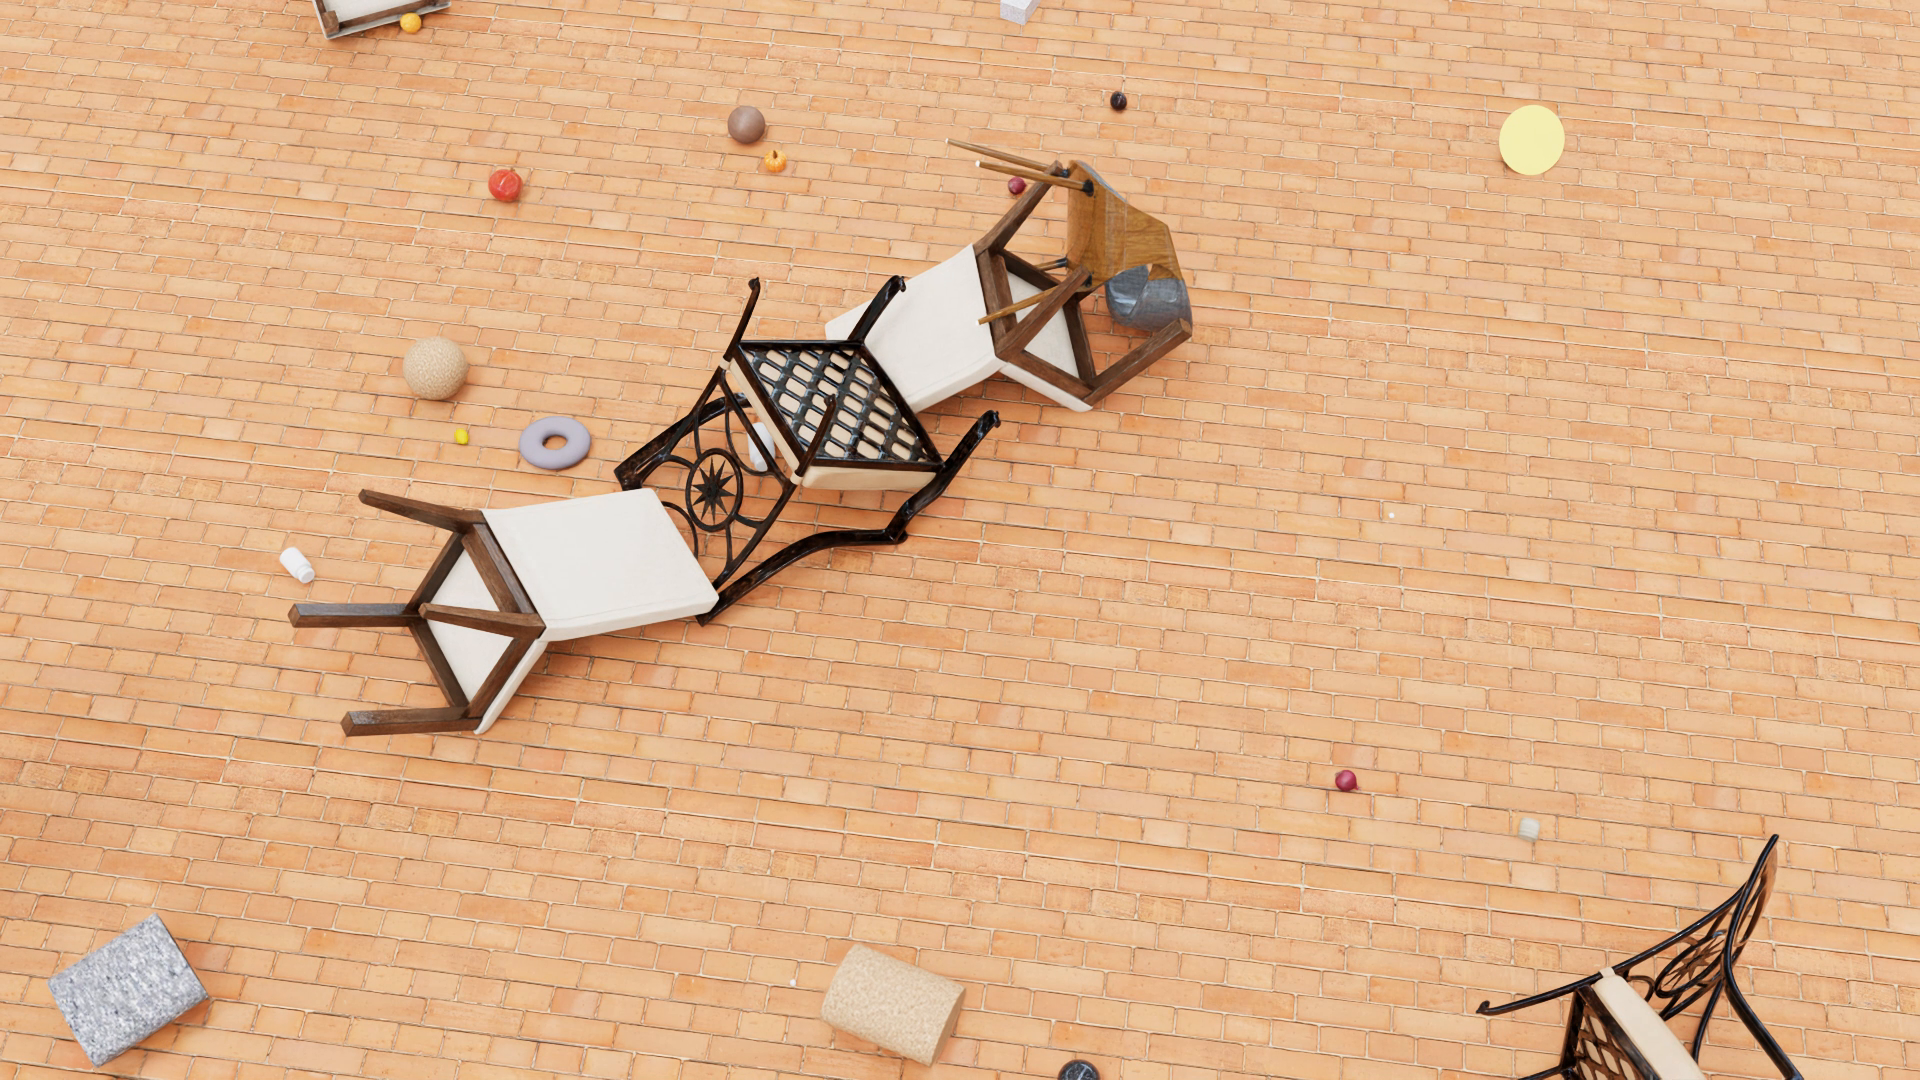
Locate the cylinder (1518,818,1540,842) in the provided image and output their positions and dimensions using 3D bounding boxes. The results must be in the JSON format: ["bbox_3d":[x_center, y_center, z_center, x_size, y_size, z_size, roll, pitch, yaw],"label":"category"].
[{"bbox_3d":[1.559,0.794,6.023,0.055,0.030,0.056,18,58,8],"label":"cylinder"}]

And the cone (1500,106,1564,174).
[{"bbox_3d":[1.917,-1.348,7.434,0.223,0.094,0.233,20,93,-6],"label":"cone"}]

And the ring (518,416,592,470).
[{"bbox_3d":[-1.242,-0.299,6.742,0.223,0.055,0.196,-1,55,-1],"label":"ring"}]

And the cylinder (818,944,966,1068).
[{"bbox_3d":[-0.173,1.200,5.682,0.312,0.141,0.235,20,51,13],"label":"cylinder"}]

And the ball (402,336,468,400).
[{"bbox_3d":[-1.625,-0.532,6.812,0.197,0.197,0.197,0,56,0],"label":"ball"}]

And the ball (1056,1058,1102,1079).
[{"bbox_3d":[0.302,1.376,5.582,0.115,0.115,0.115,0,56,0],"label":"ball"}]

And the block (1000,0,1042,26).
[{"bbox_3d":[0.220,-1.920,7.818,0.096,0.073,0.156,22,59,14],"label":"block"}]

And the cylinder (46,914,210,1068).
[{"bbox_3d":[-2.160,1.166,5.706,0.314,0.133,0.319,-33,52,-20],"label":"cylinder"}]
